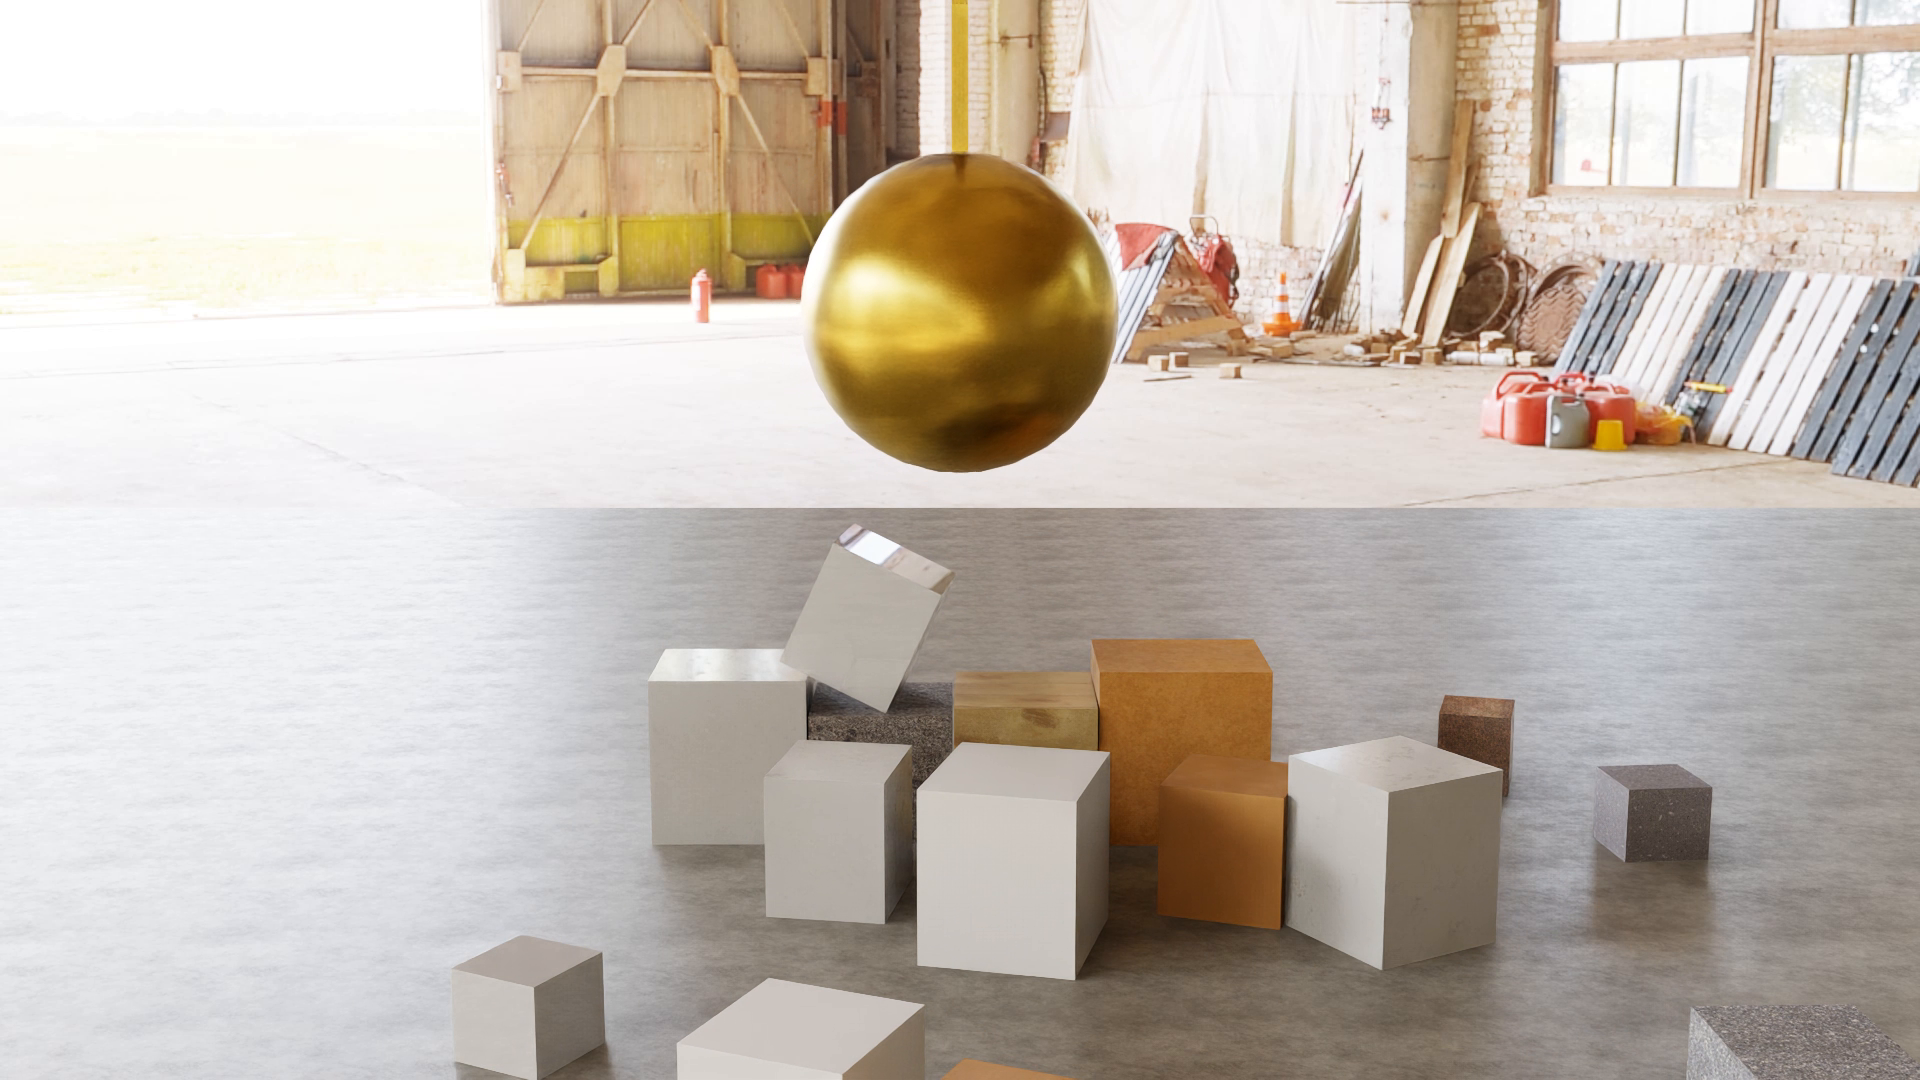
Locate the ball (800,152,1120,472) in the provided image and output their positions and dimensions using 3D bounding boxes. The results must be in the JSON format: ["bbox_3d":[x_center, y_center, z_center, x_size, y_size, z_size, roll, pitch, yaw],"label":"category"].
[{"bbox_3d":[0.000,-1.136,11.017,1.600,1.600,1.600,0,10,0],"label":"ball"}]

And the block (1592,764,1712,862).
[{"bbox_3d":[3.465,1.365,11.020,0.427,0.372,0.413,-1,10,-6],"label":"block"}]

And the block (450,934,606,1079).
[{"bbox_3d":[-1.676,1.812,8.551,0.405,0.376,0.421,6,12,28],"label":"block"}]

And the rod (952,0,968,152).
[{"bbox_3d":[0.000,-4.477,10.385,0.080,5.200,0.080,0,11,0],"label":"rod"}]

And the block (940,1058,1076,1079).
[{"bbox_3d":[0.151,2.031,6.649,0.595,0.625,0.641,5,11,24],"label":"block"}]

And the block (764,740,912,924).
[{"bbox_3d":[-0.559,1.352,10.283,0.556,0.660,0.652,2,10,10],"label":"block"}]

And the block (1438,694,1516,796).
[{"bbox_3d":[2.845,1.130,12.127,0.383,0.438,0.423,3,11,16],"label":"block"}]

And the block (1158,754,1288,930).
[{"bbox_3d":[1.274,1.388,10.208,0.574,0.616,0.566,4,11,20],"label":"block"}]

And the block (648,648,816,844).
[{"bbox_3d":[-1.163,1.057,11.380,0.788,0.848,0.701,0,10,0],"label":"block"}]

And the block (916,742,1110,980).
[{"bbox_3d":[0.247,1.395,9.700,0.691,0.784,0.782,3,11,14],"label":"block"}]

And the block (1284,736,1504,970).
[{"bbox_3d":[1.923,1.374,9.796,0.659,0.791,0.659,-6,12,-30],"label":"block"}]

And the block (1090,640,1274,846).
[{"bbox_3d":[1.126,1.033,11.376,0.861,0.897,0.737,0,10,0],"label":"block"}]

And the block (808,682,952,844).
[{"bbox_3d":[-0.400,1.147,11.405,0.718,0.664,0.702,0,10,0],"label":"block"}]

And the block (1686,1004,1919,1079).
[{"bbox_3d":[2.800,1.938,7.302,0.564,0.575,0.625,0,10,-1],"label":"block"}]

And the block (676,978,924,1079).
[{"bbox_3d":[-0.516,1.906,7.301,0.596,0.637,0.614,5,11,23],"label":"block"}]

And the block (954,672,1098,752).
[{"bbox_3d":[0.332,1.122,11.392,0.716,0.716,0.780,0,10,0],"label":"block"}]

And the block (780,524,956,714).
[{"bbox_3d":[-0.464,0.393,11.271,0.599,0.678,0.566,26,13,3],"label":"block"}]
